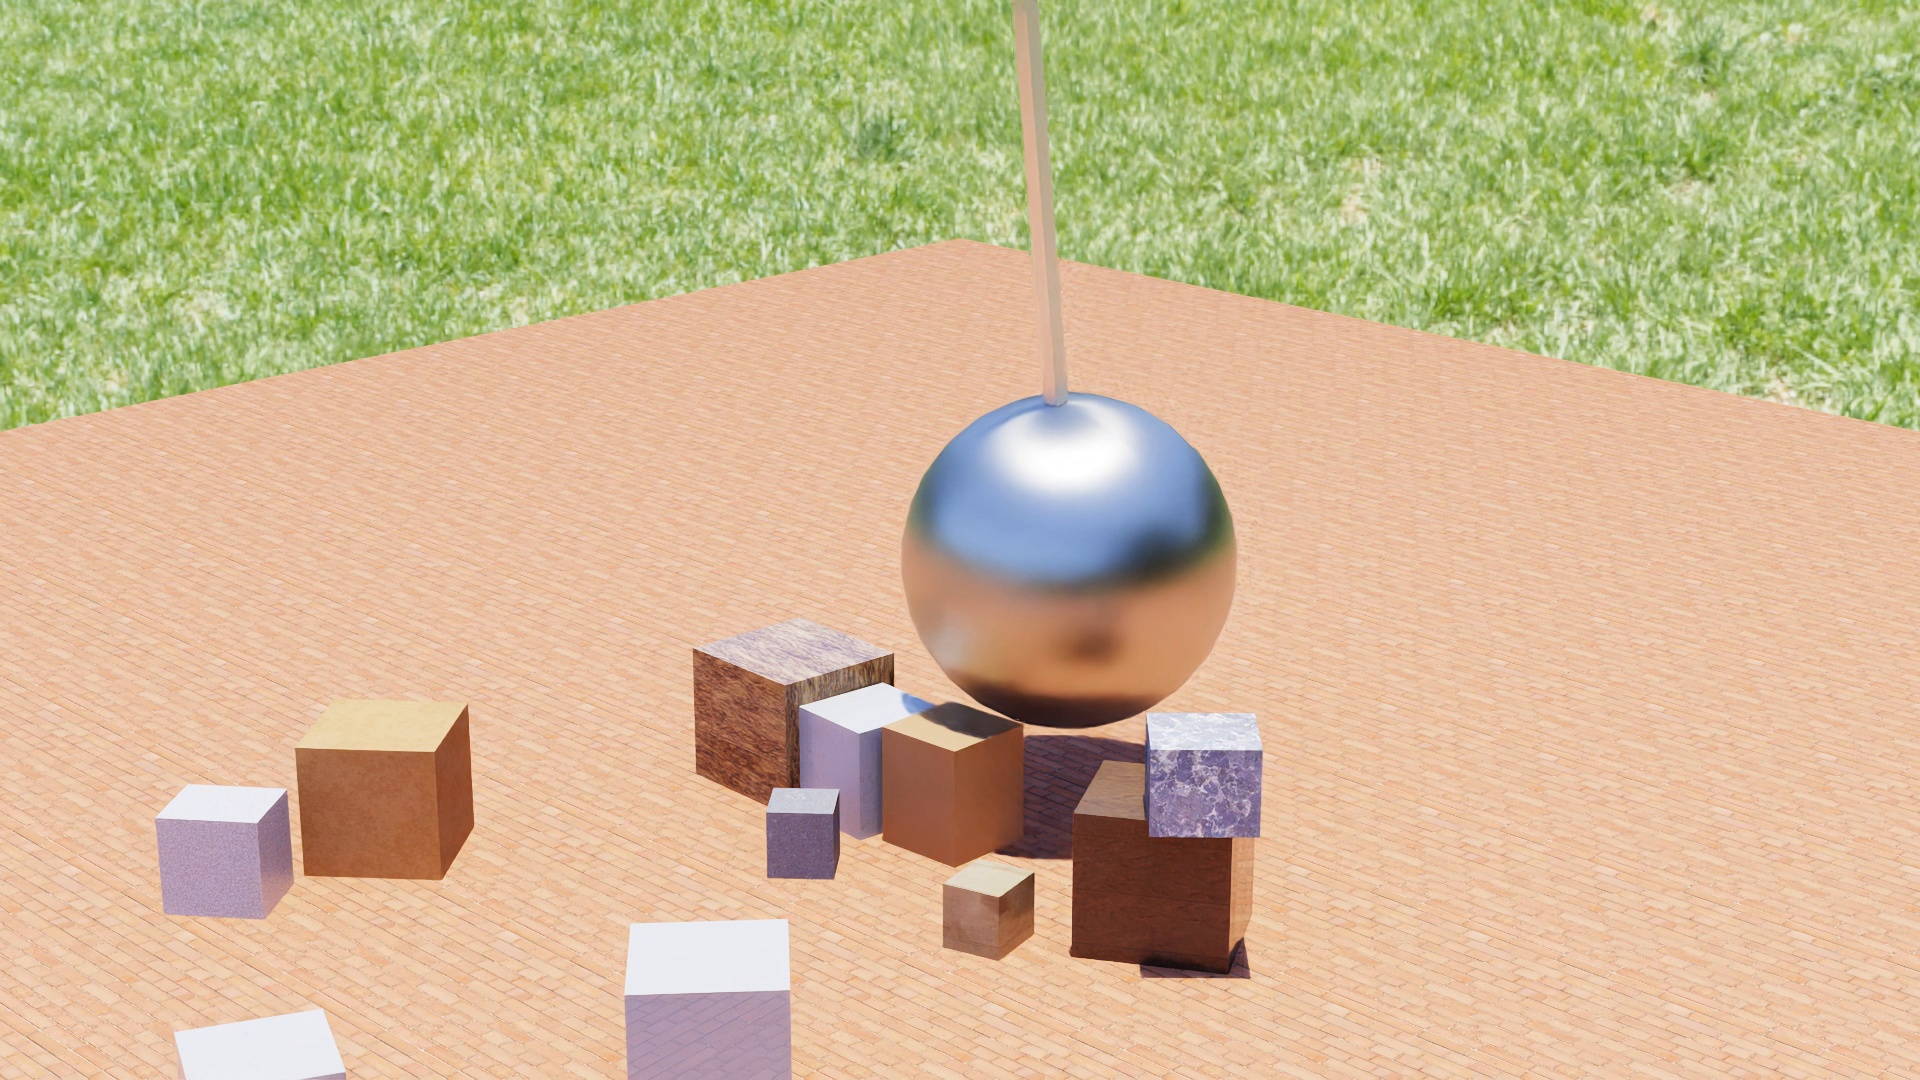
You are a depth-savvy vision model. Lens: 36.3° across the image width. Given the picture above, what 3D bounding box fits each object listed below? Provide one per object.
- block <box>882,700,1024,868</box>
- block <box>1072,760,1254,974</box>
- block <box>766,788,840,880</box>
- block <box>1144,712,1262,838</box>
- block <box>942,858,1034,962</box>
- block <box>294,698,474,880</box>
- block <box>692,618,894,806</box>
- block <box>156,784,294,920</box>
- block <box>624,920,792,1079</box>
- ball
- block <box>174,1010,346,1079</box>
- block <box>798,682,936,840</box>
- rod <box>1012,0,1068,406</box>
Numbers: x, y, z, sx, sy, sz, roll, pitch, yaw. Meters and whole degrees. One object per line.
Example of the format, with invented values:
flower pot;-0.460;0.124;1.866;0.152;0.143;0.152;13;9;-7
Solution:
block;-0.034;1.140;13.757;0.465;0.576;0.472;16;23;40
block;0.890;1.412;12.734;0.683;0.670;0.626;5;18;14
block;-0.721;1.352;13.501;0.307;0.326;0.292;1;17;3
block;1.019;0.985;12.325;0.461;0.389;0.427;0;17;1
block;0.125;1.604;12.741;0.279;0.299;0.315;10;20;29
block;-2.662;1.153;13.625;0.642;0.630;0.632;1;17;4
block;-0.819;0.860;14.497;0.686;0.667;0.724;-15;23;-40
block;-3.288;1.394;13.133;0.464;0.465;0.394;2;18;7
block;-0.976;1.876;11.458;0.625;0.550;0.635;-1;17;-4
ball;0.516;0.098;13.914;1.600;1.600;1.600;0;17;0
block;-2.555;2.112;10.763;0.543;0.517;0.533;-6;19;-20
block;-0.424;1.057;14.079;0.515;0.540;0.466;-14;22;-38
rod;0.224;-3.033;12.623;0.080;5.200;0.080;17;31;42
